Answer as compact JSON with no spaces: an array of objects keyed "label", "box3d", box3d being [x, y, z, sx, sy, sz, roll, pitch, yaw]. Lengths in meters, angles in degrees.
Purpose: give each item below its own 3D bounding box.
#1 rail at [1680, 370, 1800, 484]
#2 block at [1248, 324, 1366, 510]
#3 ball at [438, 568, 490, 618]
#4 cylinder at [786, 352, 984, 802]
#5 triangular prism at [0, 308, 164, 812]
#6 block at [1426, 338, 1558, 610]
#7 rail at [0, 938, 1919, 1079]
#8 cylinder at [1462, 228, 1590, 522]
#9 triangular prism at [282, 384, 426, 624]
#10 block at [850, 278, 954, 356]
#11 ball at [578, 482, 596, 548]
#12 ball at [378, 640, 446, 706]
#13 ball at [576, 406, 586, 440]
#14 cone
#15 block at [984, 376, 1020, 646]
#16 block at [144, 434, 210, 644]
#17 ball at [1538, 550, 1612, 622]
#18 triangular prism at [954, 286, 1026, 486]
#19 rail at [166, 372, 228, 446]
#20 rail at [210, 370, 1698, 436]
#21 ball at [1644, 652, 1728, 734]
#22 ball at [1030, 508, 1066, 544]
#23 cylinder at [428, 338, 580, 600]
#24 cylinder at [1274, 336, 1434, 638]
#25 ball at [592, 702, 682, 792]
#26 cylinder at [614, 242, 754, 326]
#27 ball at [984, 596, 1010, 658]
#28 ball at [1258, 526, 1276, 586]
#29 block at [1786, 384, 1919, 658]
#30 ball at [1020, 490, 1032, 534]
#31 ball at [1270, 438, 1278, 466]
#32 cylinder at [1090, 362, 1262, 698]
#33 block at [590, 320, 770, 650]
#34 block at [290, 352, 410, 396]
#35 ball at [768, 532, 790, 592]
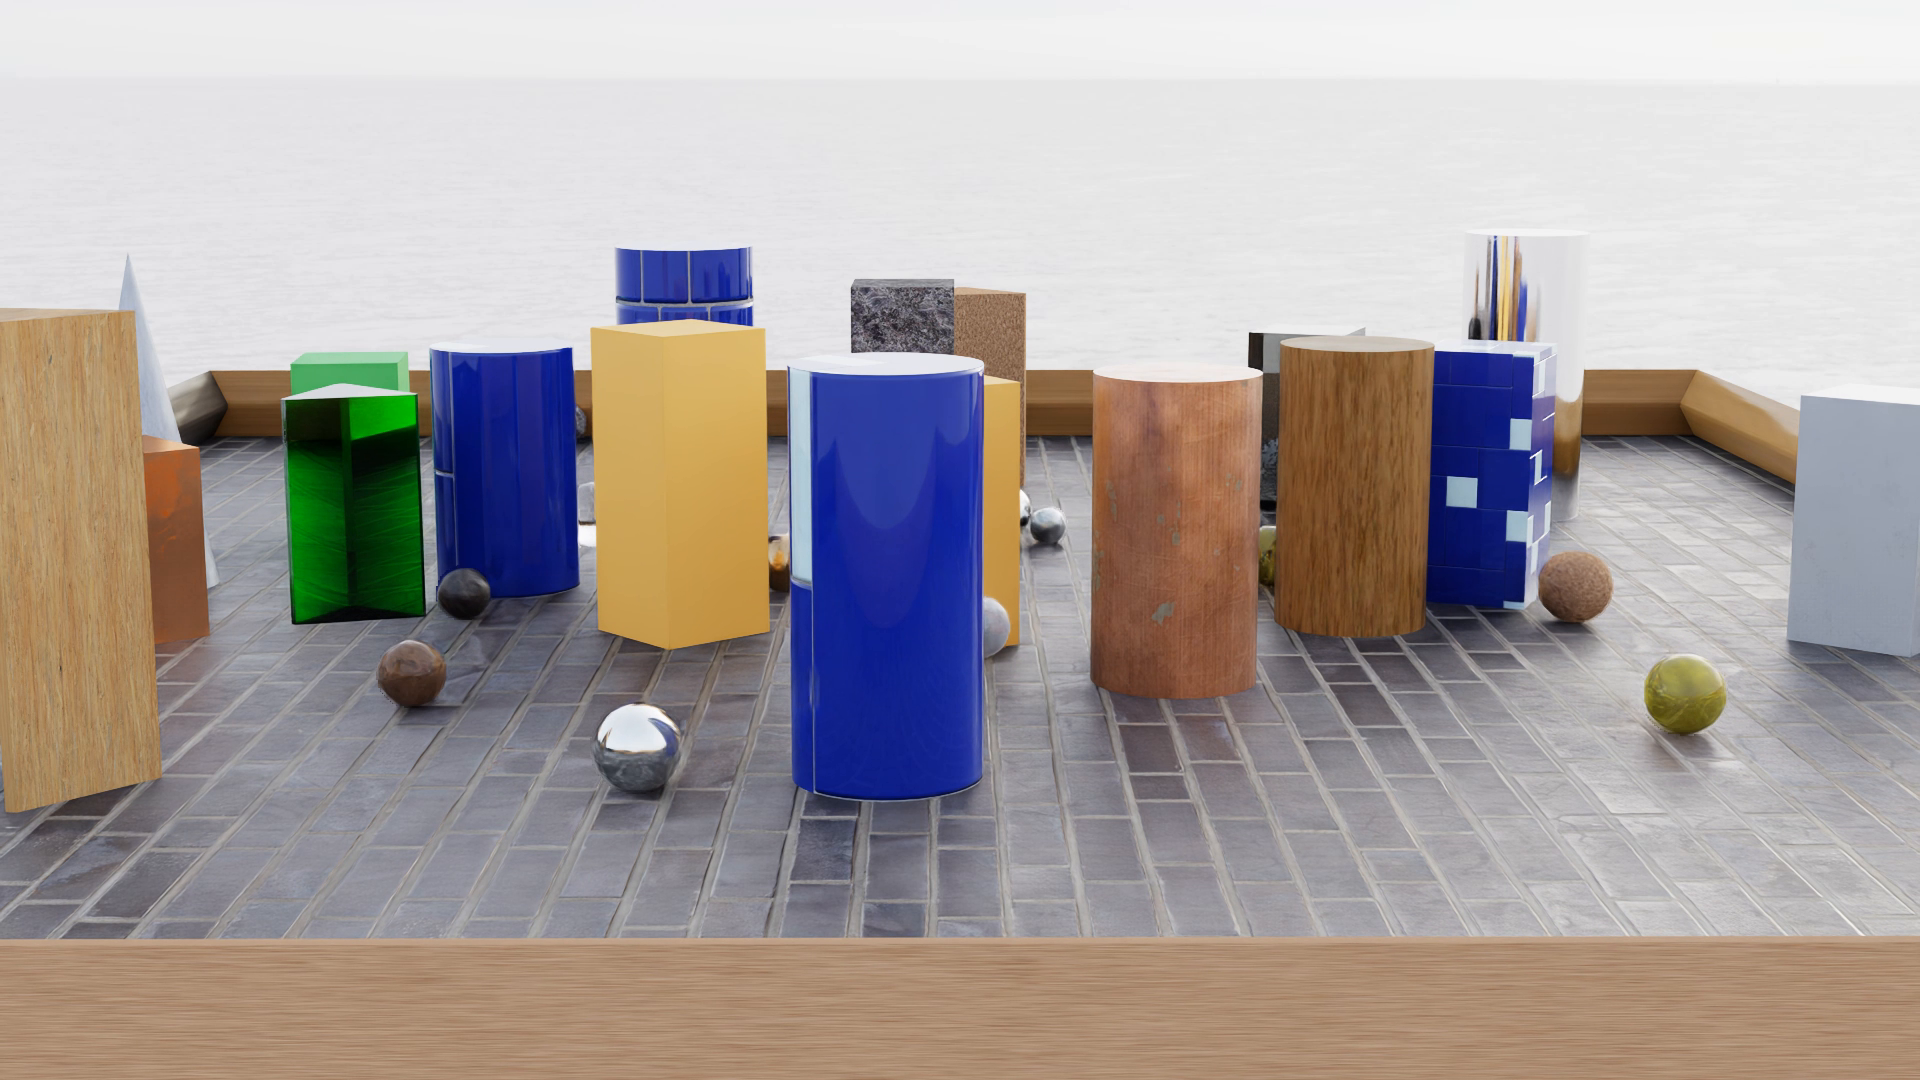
[{"label":"rail","box3d":[1.456,0.032,3.457,0.045,0.129,3.380,0,10,0]},{"label":"block","box3d":[0.578,-0.205,4.288,0.159,0.295,0.159,4,11,21]},{"label":"ball","box3d":[-0.660,0.071,3.419,0.069,0.069,0.069,0,10,0]},{"label":"cylinder","box3d":[-0.075,0.033,2.630,0.199,0.430,0.199,0,10,0]},{"label":"triangular prism","box3d":[-0.940,0.011,2.602,0.150,0.484,0.173,9,14,39]},{"label":"block","box3d":[0.724,-0.095,3.551,0.159,0.347,0.159,5,11,23]},{"label":"rail","box3d":[0.010,0.336,1.810,2.960,0.129,0.045,0,10,0]},{"label":"cylinder","box3d":[0.919,-0.272,4.198,0.199,0.460,0.199,0,10,0]},{"label":"triangular prism","box3d":[-0.821,-0.053,3.456,0.173,0.299,0.150,-3,11,-18]},{"label":"block","box3d":[-0.089,-0.213,4.069,0.159,0.390,0.159,0,10,0]},{"label":"ball","box3d":[-0.560,-0.039,3.926,0.100,0.100,0.100,0,10,0]},{"label":"ball","box3d":[-0.630,0.153,2.953,0.077,0.077,0.077,0,10,0]},{"label":"ball","box3d":[-0.768,-0.228,5.003,0.080,0.080,0.080,0,10,0]},{"label":"cone","box3d":[-1.157,-0.170,3.609,0.199,0.473,0.199,0,10,0]},{"label":"block","box3d":[-0.034,-0.037,3.269,0.159,0.336,0.159,-6,12,-30]},{"label":"block","box3d":[-1.084,0.002,3.304,0.159,0.246,0.159,-9,14,-41]},{"label":"ball","box3d":[0.814,0.061,3.397,0.096,0.096,0.096,0,10,0]},{"label":"triangular prism","box3d":[0.016,-0.272,4.534,0.173,0.338,0.150,-2,11,-10]},{"label":"rail","box3d":[-1.456,0.035,3.440,0.045,0.129,3.380,0,10,0]},{"label":"rail","box3d":[-0.010,-0.270,5.087,2.960,0.129,0.045,0,10,0]},{"label":"ball","box3d":[0.800,0.169,2.830,0.089,0.089,0.089,0,10,0]},{"label":"ball","box3d":[0.135,-0.022,3.954,0.056,0.056,0.056,0,10,0]},{"label":"cylinder","box3d":[-0.640,-0.104,3.615,0.199,0.342,0.199,0,10,0]},{"label":"cylinder","box3d":[0.517,-0.074,3.376,0.199,0.370,0.199,0,10,0]},{"label":"ball","box3d":[-0.327,0.210,2.604,0.091,0.091,0.091,0,10,0]},{"label":"cylinder","box3d":[-0.399,-0.194,3.745,0.199,0.470,0.199,0,10,0]},{"label":"ball","box3d":[0.022,0.108,3.187,0.080,0.080,0.080,0,10,0]},{"label":"ball","box3d":[0.441,0.023,3.628,0.087,0.087,0.087,0,10,0]},{"label":"block","box3d":[1.175,-0.030,3.281,0.159,0.316,0.159,9,14,39]},{"label":"ball","box3d":[0.068,-0.043,3.981,0.088,0.088,0.088,0,10,0]},{"label":"ball","box3d":[0.598,-0.160,4.667,0.069,0.069,0.069,0,10,0]},{"label":"cylinder","box3d":[0.256,-0.015,3.053,0.199,0.371,0.199,0,10,0]},{"label":"block","box3d":[-0.361,-0.077,3.315,0.159,0.396,0.159,-9,14,-41]},{"label":"block","box3d":[-0.943,-0.144,3.994,0.159,0.282,0.159,-1,11,-6]},{"label":"ball","box3d":[-0.247,0.031,3.597,0.082,0.082,0.082,0,10,0]}]
